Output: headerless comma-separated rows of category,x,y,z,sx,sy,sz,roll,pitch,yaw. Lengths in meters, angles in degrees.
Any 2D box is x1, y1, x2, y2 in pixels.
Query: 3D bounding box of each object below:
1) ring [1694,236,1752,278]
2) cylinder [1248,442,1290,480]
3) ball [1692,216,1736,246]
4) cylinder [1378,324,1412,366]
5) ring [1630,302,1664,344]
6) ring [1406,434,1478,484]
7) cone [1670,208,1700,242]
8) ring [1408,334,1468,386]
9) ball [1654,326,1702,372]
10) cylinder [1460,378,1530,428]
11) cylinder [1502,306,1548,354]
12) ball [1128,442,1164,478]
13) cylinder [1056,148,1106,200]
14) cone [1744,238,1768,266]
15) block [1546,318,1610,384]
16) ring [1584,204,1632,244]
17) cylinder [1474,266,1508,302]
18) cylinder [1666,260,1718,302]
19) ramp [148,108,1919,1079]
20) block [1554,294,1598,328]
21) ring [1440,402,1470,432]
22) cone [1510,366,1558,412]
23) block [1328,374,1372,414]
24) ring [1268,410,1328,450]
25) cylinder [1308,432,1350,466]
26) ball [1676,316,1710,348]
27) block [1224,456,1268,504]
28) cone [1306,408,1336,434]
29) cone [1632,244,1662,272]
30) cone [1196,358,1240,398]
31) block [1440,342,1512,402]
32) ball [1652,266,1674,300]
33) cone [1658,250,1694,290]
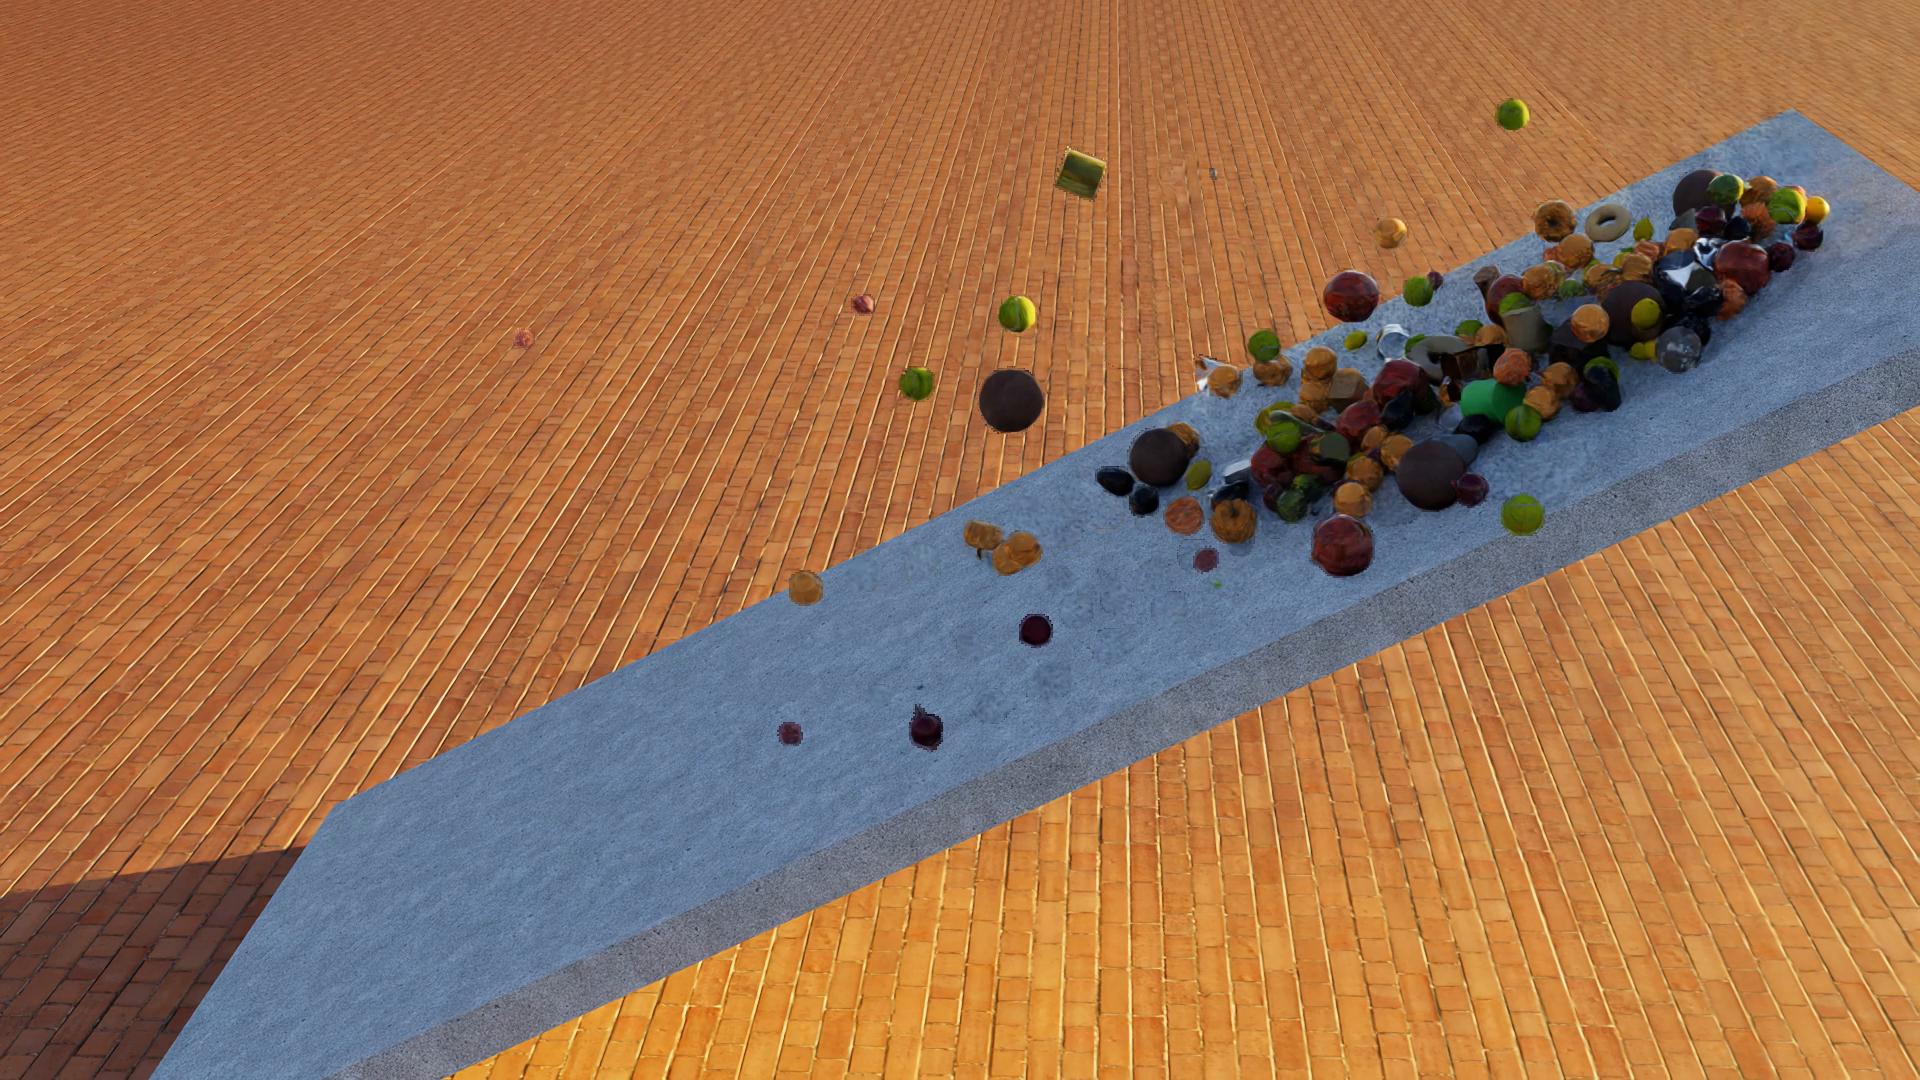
ring,1.516,-0.562,5.849,0.123,0.041,0.123,17,30,-10
cylinder,0.647,-0.166,6.168,0.062,0.062,0.062,-9,22,-26
ball,1.544,-0.618,6.022,0.087,0.087,0.087,0,17,0
cylinder,0.962,-0.433,6.508,0.076,0.076,0.076,2,19,6
ring,1.311,-0.415,5.613,0.080,0.080,0.027,-13,22,-36
ring,0.923,-0.156,5.631,0.147,0.049,0.147,-26,13,6
cone,1.493,-0.629,5.998,0.065,0.065,0.065,-15,62,-41
ring,0.992,-0.371,6.067,0.130,0.043,0.130,-3,49,3
ball,1.337,-0.355,5.473,0.086,0.086,0.086,0,17,0
cylinder,1.038,-0.266,5.711,0.095,0.095,0.095,-10,4,-29
cylinder,1.121,-0.417,5.833,0.079,0.079,0.079,-16,7,2
ball,0.421,-0.182,6.628,0.081,0.081,0.081,0,17,0
cylinder,0.260,-0.789,6.339,0.085,0.085,0.085,21,17,-3
cone,1.584,-0.583,5.887,0.051,0.051,0.051,-24,20,10
block,1.202,-0.368,5.723,0.081,0.081,0.081,20,50,38
ring,1.367,-0.668,6.204,0.101,0.034,0.101,-18,43,18
cylinder,1.159,-0.560,6.424,0.055,0.055,0.055,-28,26,15
cylinder,1.452,-0.512,5.835,0.072,0.072,0.072,-6,-3,-18
ramp,0.139,0.168,6.281,4.000,0.100,2.000,-25,14,10
block,1.245,-0.452,5.946,0.059,0.059,0.059,-9,-20,-13
ring,1.004,-0.250,5.844,0.109,0.036,0.109,-25,10,5
cone,1.098,-0.310,5.720,0.088,0.088,0.088,-43,14,13
block,0.826,-0.308,6.245,0.060,0.060,0.060,1,-30,36
ring,0.702,-0.223,6.064,0.148,0.049,0.148,26,6,-3
cylinder,0.721,-0.176,5.736,0.064,0.064,0.064,-3,-1,-11
ball,1.383,-0.391,5.555,0.068,0.068,0.068,0,17,0
block,0.595,-0.125,6.118,0.065,0.065,0.065,-24,14,17
cone,0.770,-0.238,6.259,0.068,0.068,0.068,15,20,14
cone,1.459,-0.577,6.168,0.069,0.069,0.069,-8,34,-24
cone,0.606,-0.388,6.811,0.095,0.095,0.095,-14,20,-12
block,1.029,-0.333,5.860,0.092,0.092,0.092,-10,-5,-44
ball,1.431,-0.522,5.923,0.076,0.076,0.076,0,17,0
cone,1.411,-0.518,5.753,0.072,0.072,0.072,-19,32,12
